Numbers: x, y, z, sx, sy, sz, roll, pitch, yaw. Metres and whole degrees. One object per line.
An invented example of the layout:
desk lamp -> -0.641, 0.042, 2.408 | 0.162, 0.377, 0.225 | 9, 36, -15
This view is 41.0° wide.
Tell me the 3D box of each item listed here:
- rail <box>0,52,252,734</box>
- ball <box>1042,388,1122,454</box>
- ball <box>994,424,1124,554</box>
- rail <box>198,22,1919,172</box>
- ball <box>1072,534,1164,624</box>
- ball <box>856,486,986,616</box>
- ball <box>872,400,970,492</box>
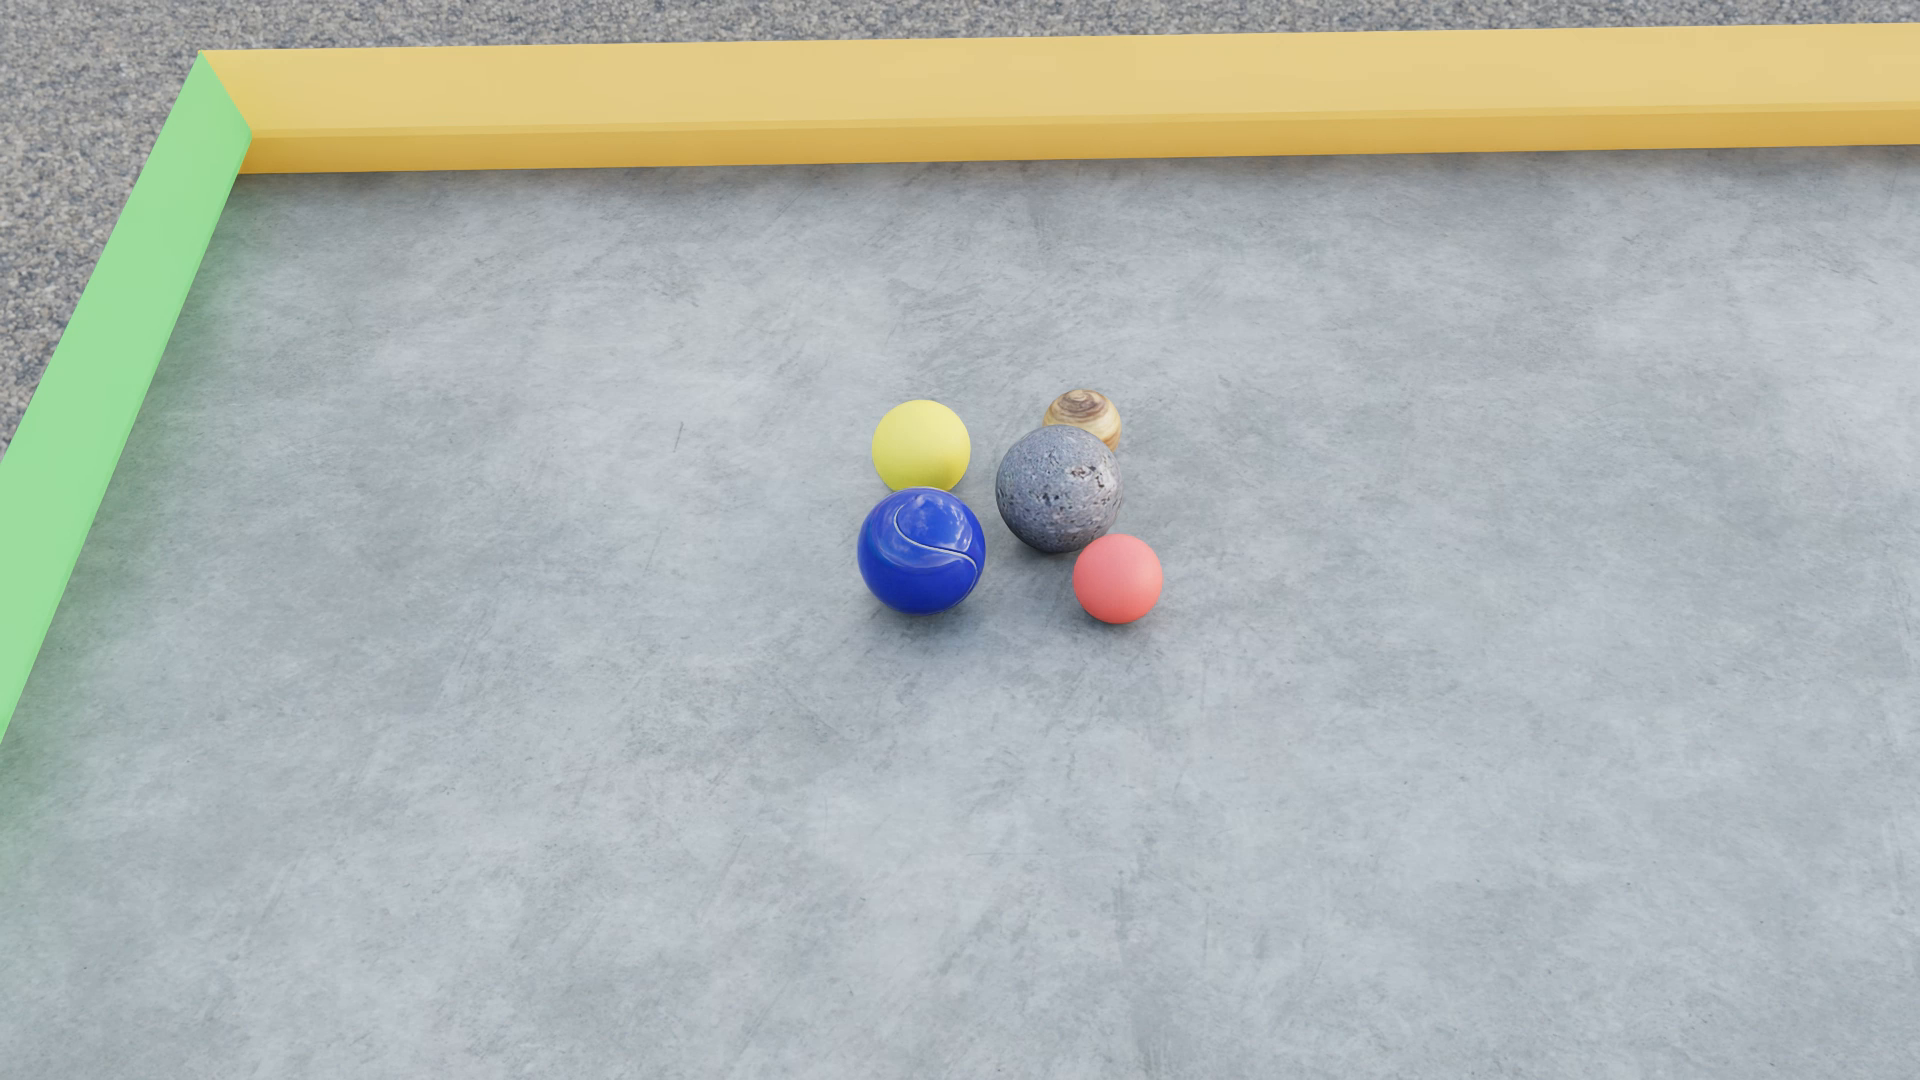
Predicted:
rail -> -0.627, -0.005, 1.773 | 0.045, 0.120, 1.325 | -1, 35, -2
ball -> 0.092, -0.084, 1.939 | 0.060, 0.060, 0.060 | 0, 35, 0
ball -> 0.071, -0.037, 1.844 | 0.092, 0.092, 0.092 | 0, 35, 0
rail -> 0.626, -0.401, 2.335 | 2.605, 0.120, 0.045 | -1, 35, -2
ball -> 0.109, 0.027, 1.780 | 0.063, 0.063, 0.063 | 0, 35, 0
ball -> -0.027, 0.008, 1.783 | 0.090, 0.090, 0.090 | 0, 35, 0
ball -> -0.029, -0.067, 1.904 | 0.074, 0.074, 0.074 | 0, 35, 0
